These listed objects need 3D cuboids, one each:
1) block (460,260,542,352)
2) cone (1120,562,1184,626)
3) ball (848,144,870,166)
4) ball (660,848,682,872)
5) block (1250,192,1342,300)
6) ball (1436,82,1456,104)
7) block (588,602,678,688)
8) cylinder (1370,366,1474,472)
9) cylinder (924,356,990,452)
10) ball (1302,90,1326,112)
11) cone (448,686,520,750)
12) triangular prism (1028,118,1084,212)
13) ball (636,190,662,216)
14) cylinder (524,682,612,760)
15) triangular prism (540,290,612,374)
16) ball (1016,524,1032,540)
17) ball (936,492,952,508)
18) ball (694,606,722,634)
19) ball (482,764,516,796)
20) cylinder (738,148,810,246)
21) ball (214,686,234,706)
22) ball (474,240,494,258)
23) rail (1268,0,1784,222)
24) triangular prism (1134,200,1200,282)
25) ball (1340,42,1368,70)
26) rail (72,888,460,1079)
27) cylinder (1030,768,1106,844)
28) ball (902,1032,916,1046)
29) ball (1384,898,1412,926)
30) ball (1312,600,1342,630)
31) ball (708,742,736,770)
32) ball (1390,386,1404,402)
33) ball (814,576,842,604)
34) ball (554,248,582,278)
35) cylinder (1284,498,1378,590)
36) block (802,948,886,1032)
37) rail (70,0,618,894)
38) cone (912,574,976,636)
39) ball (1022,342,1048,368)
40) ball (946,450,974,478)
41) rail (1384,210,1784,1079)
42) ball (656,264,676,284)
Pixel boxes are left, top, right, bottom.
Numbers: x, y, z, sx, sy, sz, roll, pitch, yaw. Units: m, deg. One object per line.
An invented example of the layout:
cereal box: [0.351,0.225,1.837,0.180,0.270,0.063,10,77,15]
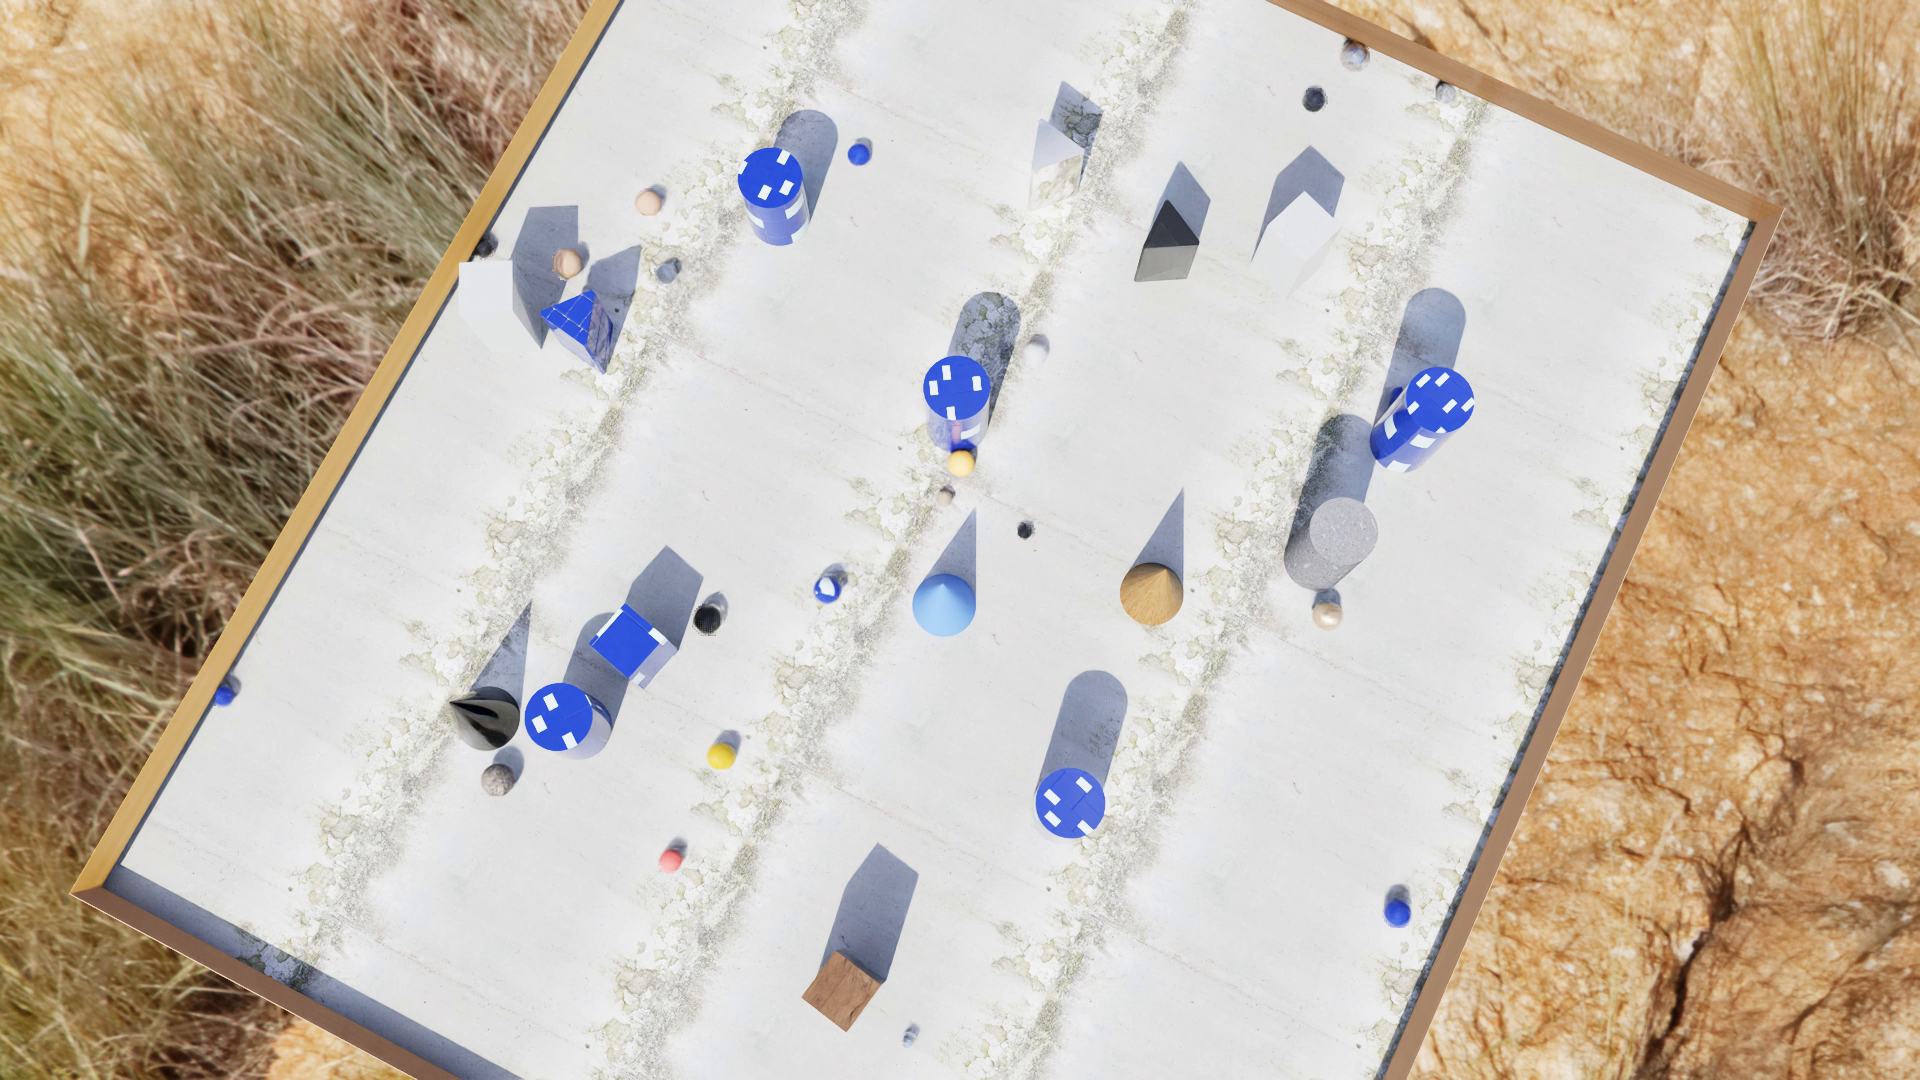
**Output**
block: [-1.393,-0.705,5.568,0.156,0.382,0.156,-3,78,-1]
cone: [0.584,0.124,5.389,0.195,0.395,0.195,0,78,0]
ball: [-0.323,-1.226,5.833,0.073,0.073,0.073,0,78,0]
ball: [-0.848,0.942,5.388,0.066,0.066,0.066,0,78,0]
block: [1.025,-0.897,5.619,0.156,0.359,0.156,-43,81,-8]
ball: [1.558,-1.434,5.881,0.064,0.064,0.064,0,78,0]
block: [-0.962,0.317,5.416,0.156,0.264,0.156,40,81,8]
cylinder: [1.367,-0.351,5.448,0.195,0.473,0.195,0,78,0]
cylinder: [-0.010,-0.402,5.502,0.195,0.387,0.195,0,78,0]
ball: [1.133,-1.406,5.871,0.072,0.072,0.072,0,78,0]
cone: [-1.419,0.492,5.293,0.195,0.434,0.195,0,78,0]
triangular prism: [0.270,-1.175,5.692,0.169,0.328,0.146,-21,79,-4]
ball: [-0.984,-1.064,5.795,0.082,0.082,0.082,0,78,0]
cylinder: [-1.142,0.533,5.356,0.195,0.295,0.195,0,78,0]
triangular prism: [-1.136,-0.654,5.596,0.169,0.306,0.146,35,80,7]
ball: [0.198,-0.027,5.597,0.049,0.049,0.049,0,78,0]
ball: [-0.048,-0.125,5.617,0.050,0.050,0.050,0,78,0]
ball: [-0.760,0.240,5.523,0.085,0.085,0.085,0,78,0]
ball: [-1.366,0.709,5.420,0.098,0.098,0.098,0,78,0]
cylinder: [-0.573,-1.059,5.675,0.195,0.316,0.195,0,78,0]
ball: [-2.205,0.465,5.489,0.061,0.061,0.061,0,78,0]
ball: [-1.501,-0.918,5.777,0.058,0.058,0.058,0,78,0]
rail: [0.921,-1.798,5.923,3.655,0.127,0.045,26,80,5]
triangular prism: [0.630,-0.924,5.656,0.169,0.298,0.146,-4,78,-1]
ball: [1.267,-1.554,5.893,0.089,0.089,0.089,0,78,0]
rail: [-0.921,1.811,5.176,3.655,0.127,0.045,26,80,5]
cylinder: [0.306,0.767,5.264,0.195,0.379,0.195,0,78,0]
ball: [-0.145,1.443,5.297,0.041,0.041,0.041,0,78,0]
ball: [1.278,1.087,5.351,0.079,0.079,0.079,0,78,0]
ball: [1.105,0.227,5.525,0.088,0.088,0.088,0,78,0]
ball: [-0.707,0.644,5.441,0.082,0.082,0.082,0,78,0]
ball: [1.360,-0.444,5.678,0.060,0.060,0.060,0,78,0]
ball: [-0.400,0.150,5.542,0.085,0.085,0.085,0,78,0]
ball: [-1.230,-0.868,5.750,0.091,0.091,0.091,0,78,0]
cylinder: [1.087,0.017,5.396,0.195,0.424,0.195,0,78,0]
block: [-0.324,1.267,5.172,0.156,0.358,0.156,36,81,7]
rail: [-1.613,-0.783,5.713,0.045,0.127,4.167,26,80,5]
cone: [-0.048,0.161,5.396,0.195,0.366,0.195,0,78,0]
ball: [0.233,-0.576,5.696,0.077,0.077,0.077,0,78,0]
ball: [0.002,-0.235,5.622,0.084,0.084,0.084,0,78,0]
rail: [1.613,0.797,5.386,0.045,0.127,4.167,26,80,5]
ball: [-0.922,-0.836,5.757,0.065,0.065,0.065,0,78,0]
